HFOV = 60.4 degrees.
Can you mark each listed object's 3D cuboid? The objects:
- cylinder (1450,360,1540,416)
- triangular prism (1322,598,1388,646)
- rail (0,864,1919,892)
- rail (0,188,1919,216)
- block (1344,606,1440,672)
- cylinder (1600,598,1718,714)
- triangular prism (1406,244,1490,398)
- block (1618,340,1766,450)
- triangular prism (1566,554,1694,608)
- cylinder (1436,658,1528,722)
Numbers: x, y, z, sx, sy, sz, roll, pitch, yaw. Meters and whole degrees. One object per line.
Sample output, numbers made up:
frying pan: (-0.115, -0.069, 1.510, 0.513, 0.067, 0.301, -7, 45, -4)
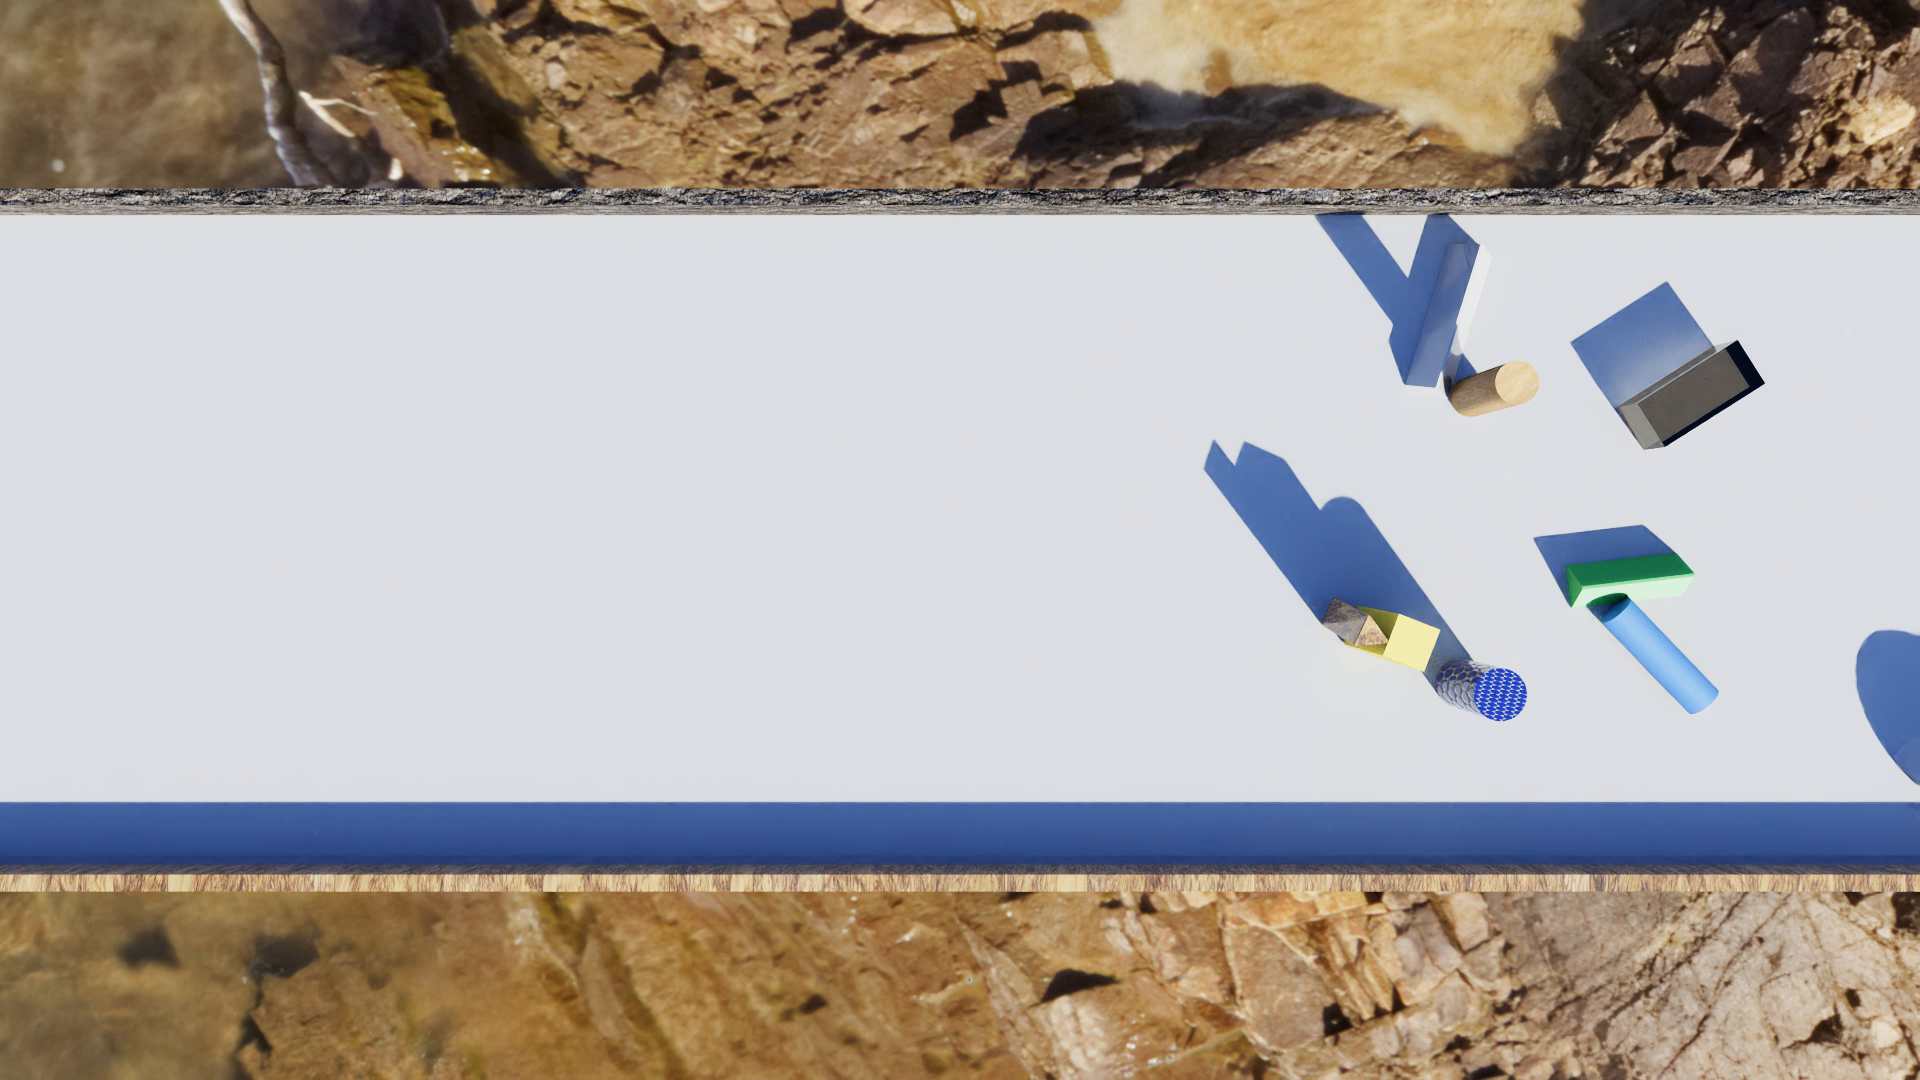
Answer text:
cylinder: (1.568, -0.441, 4.853, 0.123, 0.445, 0.123, 0, 90, 1)
triangular prism: (1.159, 0.235, 4.875, 0.094, 0.395, 0.082, -6, 96, -1)
rail: (-2.247, 1.025, 5.001, 12.000, 0.150, 0.050, 0, 90, 0)
rail: (-2.247, -1.025, 5.002, 12.000, 0.150, 0.050, 0, 90, 0)
block: (1.272, 0.288, 4.878, 0.127, 0.389, 0.127, 21, 90, -4)
cylinder: (2.129, 0.353, 5.020, 0.111, 0.111, 0.385, -44, 90, 0)
triangular prism: (1.502, -0.672, 5.014, 0.136, 0.117, 0.454, 17, 90, 0)
block: (2.212, -0.437, 4.999, 0.355, 0.155, 0.155, -32, 90, 0)
triangular prism: (2.041, 0.124, 5.017, 0.341, 0.113, 0.130, -7, 90, 0)
cylinder: (1.538, 0.440, 4.885, 0.152, 0.384, 0.152, 0, 90, 0)
